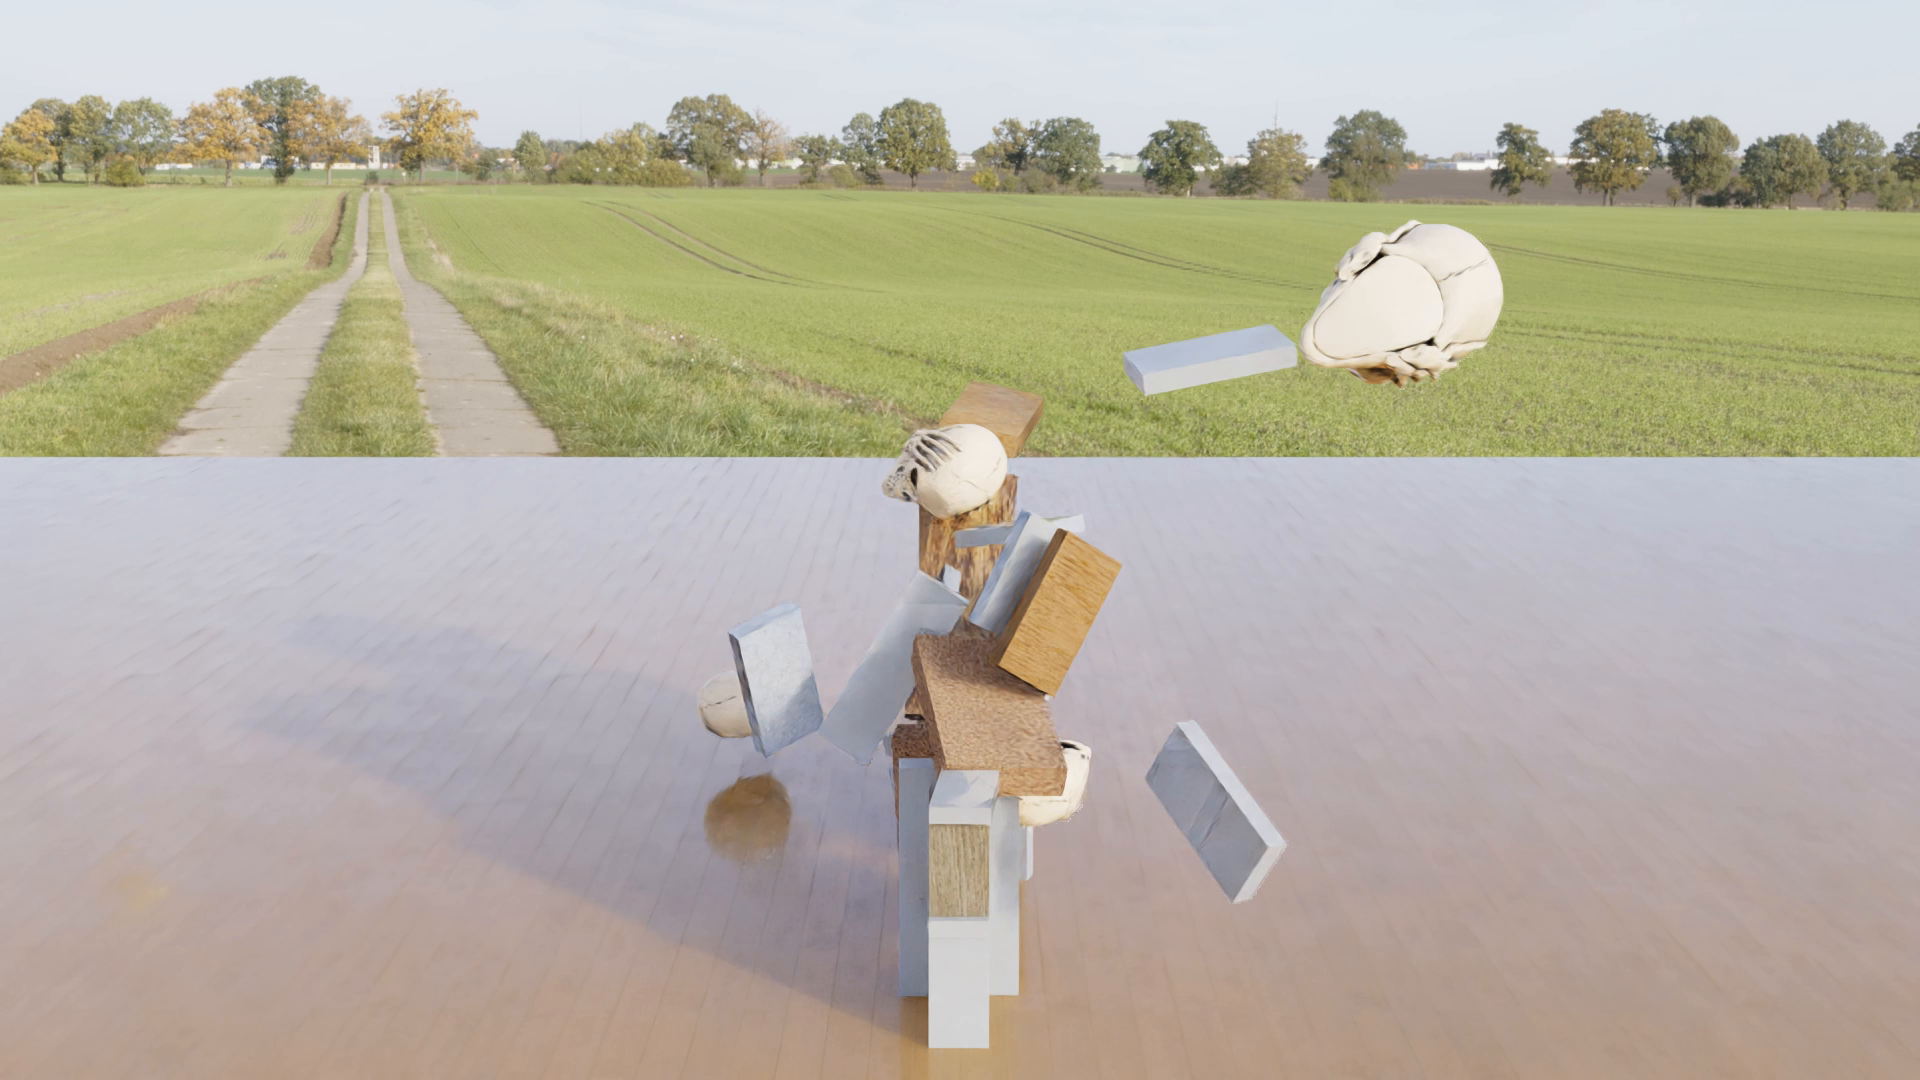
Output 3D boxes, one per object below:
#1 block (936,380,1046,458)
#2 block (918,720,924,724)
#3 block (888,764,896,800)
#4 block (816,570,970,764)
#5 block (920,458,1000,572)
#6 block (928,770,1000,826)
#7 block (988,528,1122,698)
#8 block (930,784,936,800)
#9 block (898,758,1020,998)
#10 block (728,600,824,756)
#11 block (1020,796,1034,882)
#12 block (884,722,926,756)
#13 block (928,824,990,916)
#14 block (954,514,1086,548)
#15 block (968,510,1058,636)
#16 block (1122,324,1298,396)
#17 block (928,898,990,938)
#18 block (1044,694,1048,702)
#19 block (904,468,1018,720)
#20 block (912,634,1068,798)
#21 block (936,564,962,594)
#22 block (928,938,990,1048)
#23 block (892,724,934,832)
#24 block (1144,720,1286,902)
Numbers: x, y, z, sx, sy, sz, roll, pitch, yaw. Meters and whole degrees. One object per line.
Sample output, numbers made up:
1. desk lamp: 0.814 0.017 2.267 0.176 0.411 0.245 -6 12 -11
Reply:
1. block: 0.061 -0.227 4.091 0.146 0.041 0.292 13 21 8
2. block: 0.004 0.361 4.007 0.163 0.327 0.046 0 11 0
3. block: -0.029 0.475 3.561 0.122 0.245 0.035 -10 7 16
4. block: -0.105 0.199 3.424 0.092 0.304 0.026 33 9 1
5. block: -0.001 -0.002 4.006 0.146 0.292 0.041 0 0 0
6. block: 0.007 0.348 2.981 0.082 0.023 0.164 1 12 5
7. block: 0.141 0.107 3.226 0.111 0.221 0.031 31 -6 -29
8. block: -0.001 0.419 3.096 0.082 0.164 0.023 0 28 0
9. block: -0.002 0.495 3.225 0.175 0.349 0.049 0 11 -3
10. block: -0.290 0.222 3.494 0.115 0.230 0.033 -27 36 -27
11. block: 0.062 0.452 3.743 0.122 0.245 0.035 4 11 19
12. block: -0.004 0.319 3.636 0.122 0.035 0.245 -1 6 35
13. block: -0.001 0.442 2.982 0.082 0.164 0.023 0 33 0
14. block: 0.092 -0.014 3.434 0.184 0.026 0.092 -6 4 36
15. block: 0.092 0.056 3.286 0.092 0.184 0.026 27 -2 -35
16. block: 0.352 -0.256 3.106 0.221 0.031 0.111 -11 23 -7
17. block: -0.002 0.516 3.084 0.084 0.024 0.167 0 11 0
18. block: 0.106 0.175 3.763 0.033 0.230 0.115 1 -17 -19
19. block: 0.005 0.099 3.892 0.146 0.455 0.041 6 -17 5
20. block: 0.038 0.255 3.242 0.175 0.049 0.349 3 28 -11
21. block: -0.079 0.157 3.783 0.033 0.230 0.115 33 21 -9
22. block: -0.002 0.620 3.047 0.084 0.167 0.024 0 11 0
23. block: -0.007 0.456 3.429 0.175 0.349 0.049 2 24 10
24. block: 0.337 0.359 2.924 0.031 0.111 0.221 -5 46 -36
